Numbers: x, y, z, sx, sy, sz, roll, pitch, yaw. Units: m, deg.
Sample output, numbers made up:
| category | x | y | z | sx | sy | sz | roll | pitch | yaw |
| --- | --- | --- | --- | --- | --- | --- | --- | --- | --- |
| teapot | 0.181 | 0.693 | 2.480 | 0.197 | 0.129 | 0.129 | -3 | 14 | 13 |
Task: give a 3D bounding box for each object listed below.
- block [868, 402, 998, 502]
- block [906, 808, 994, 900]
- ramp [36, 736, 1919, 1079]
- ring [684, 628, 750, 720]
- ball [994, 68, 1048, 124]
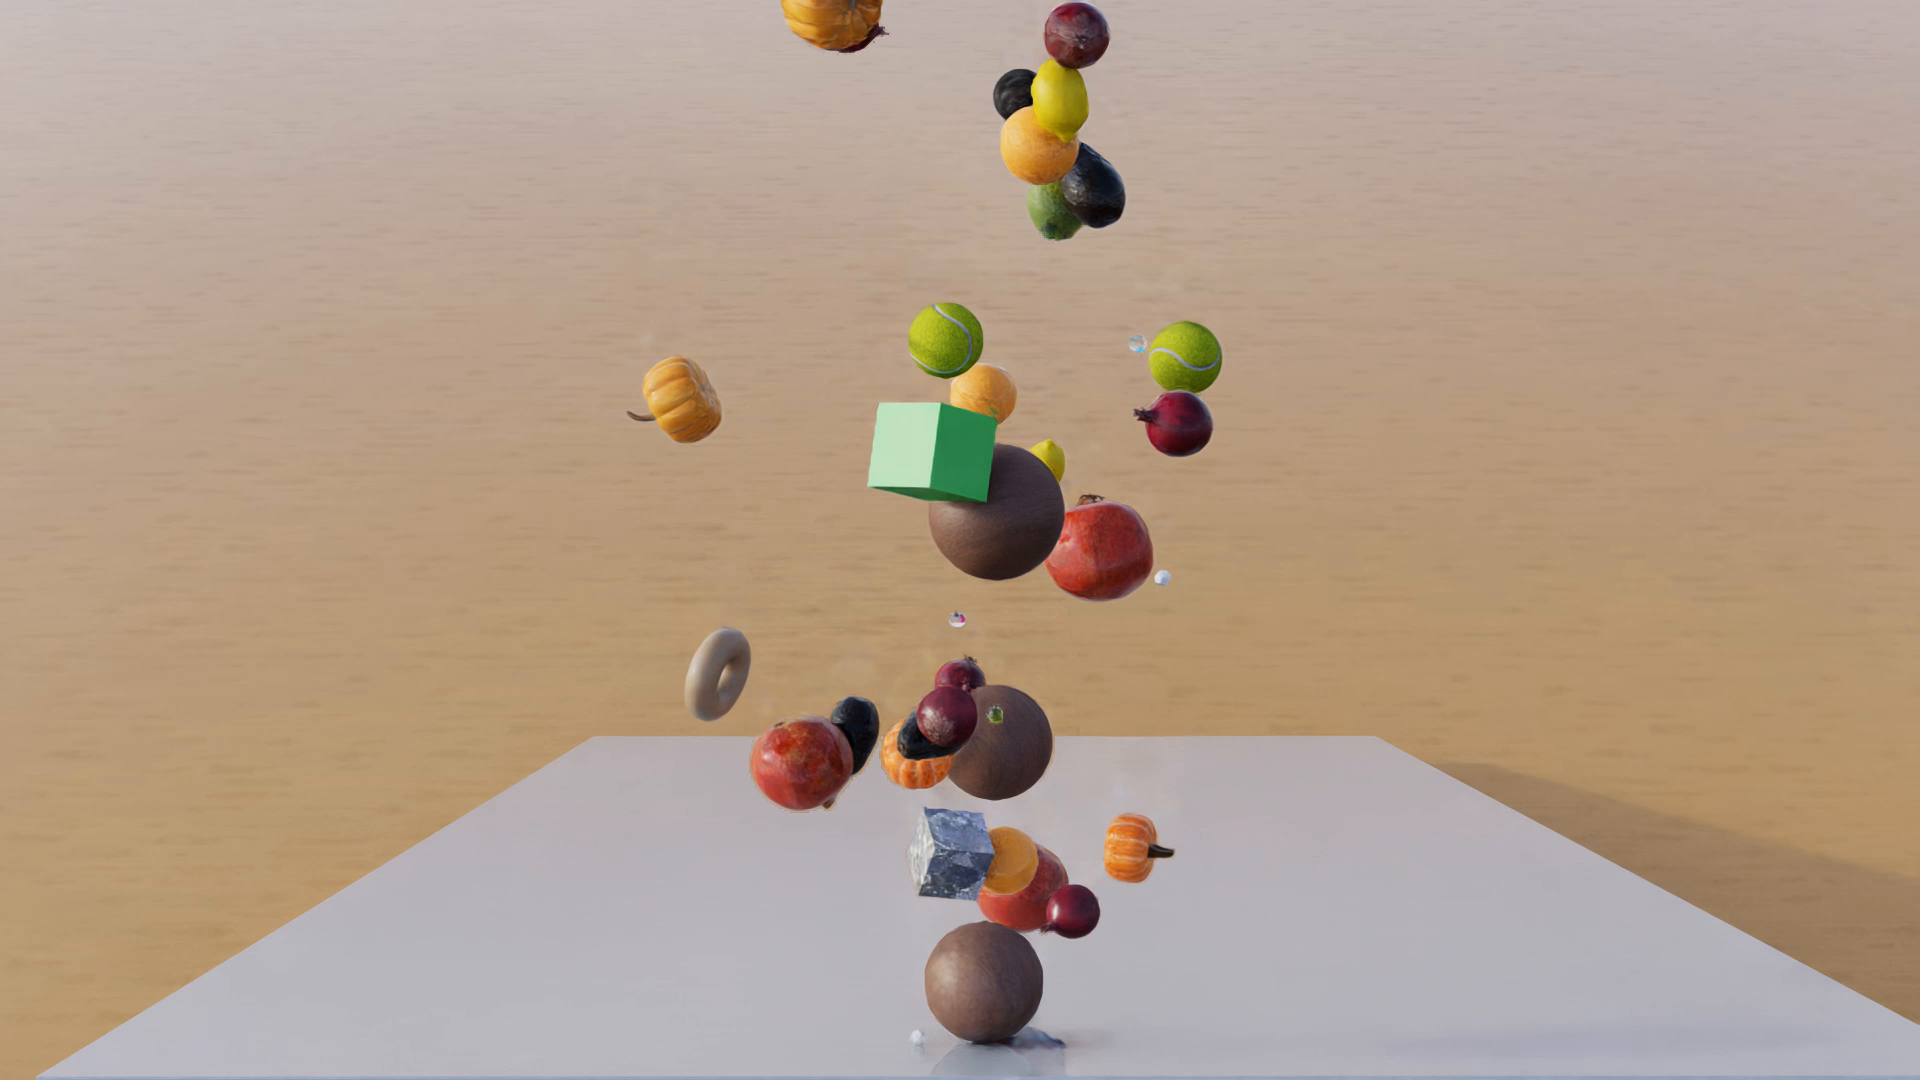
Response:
| category | x | y | z | sx | sy | sz | roll | pitch | yaw |
| --- | --- | --- | --- | --- | --- | --- | --- | --- | --- |
| block | -0.025 | -0.079 | 2.339 | 0.077 | 0.077 | 0.077 | 3 | -7 | 43 |
| block | -0.010 | 0.329 | 2.707 | 0.065 | 0.065 | 0.065 | 8 | 32 | -19 |
| ramp | 0.064 | 0.572 | 4.614 | 2.000 | 0.100 | 4.000 | 0 | 1 | 0 |
| ring | -0.265 | 0.147 | 2.828 | 0.036 | 0.107 | 0.107 | 20 | 33 | 20 |
| ball | 0.058 | -0.421 | 2.452 | 0.052 | 0.052 | 0.052 | 0 | 28 | 0 |
